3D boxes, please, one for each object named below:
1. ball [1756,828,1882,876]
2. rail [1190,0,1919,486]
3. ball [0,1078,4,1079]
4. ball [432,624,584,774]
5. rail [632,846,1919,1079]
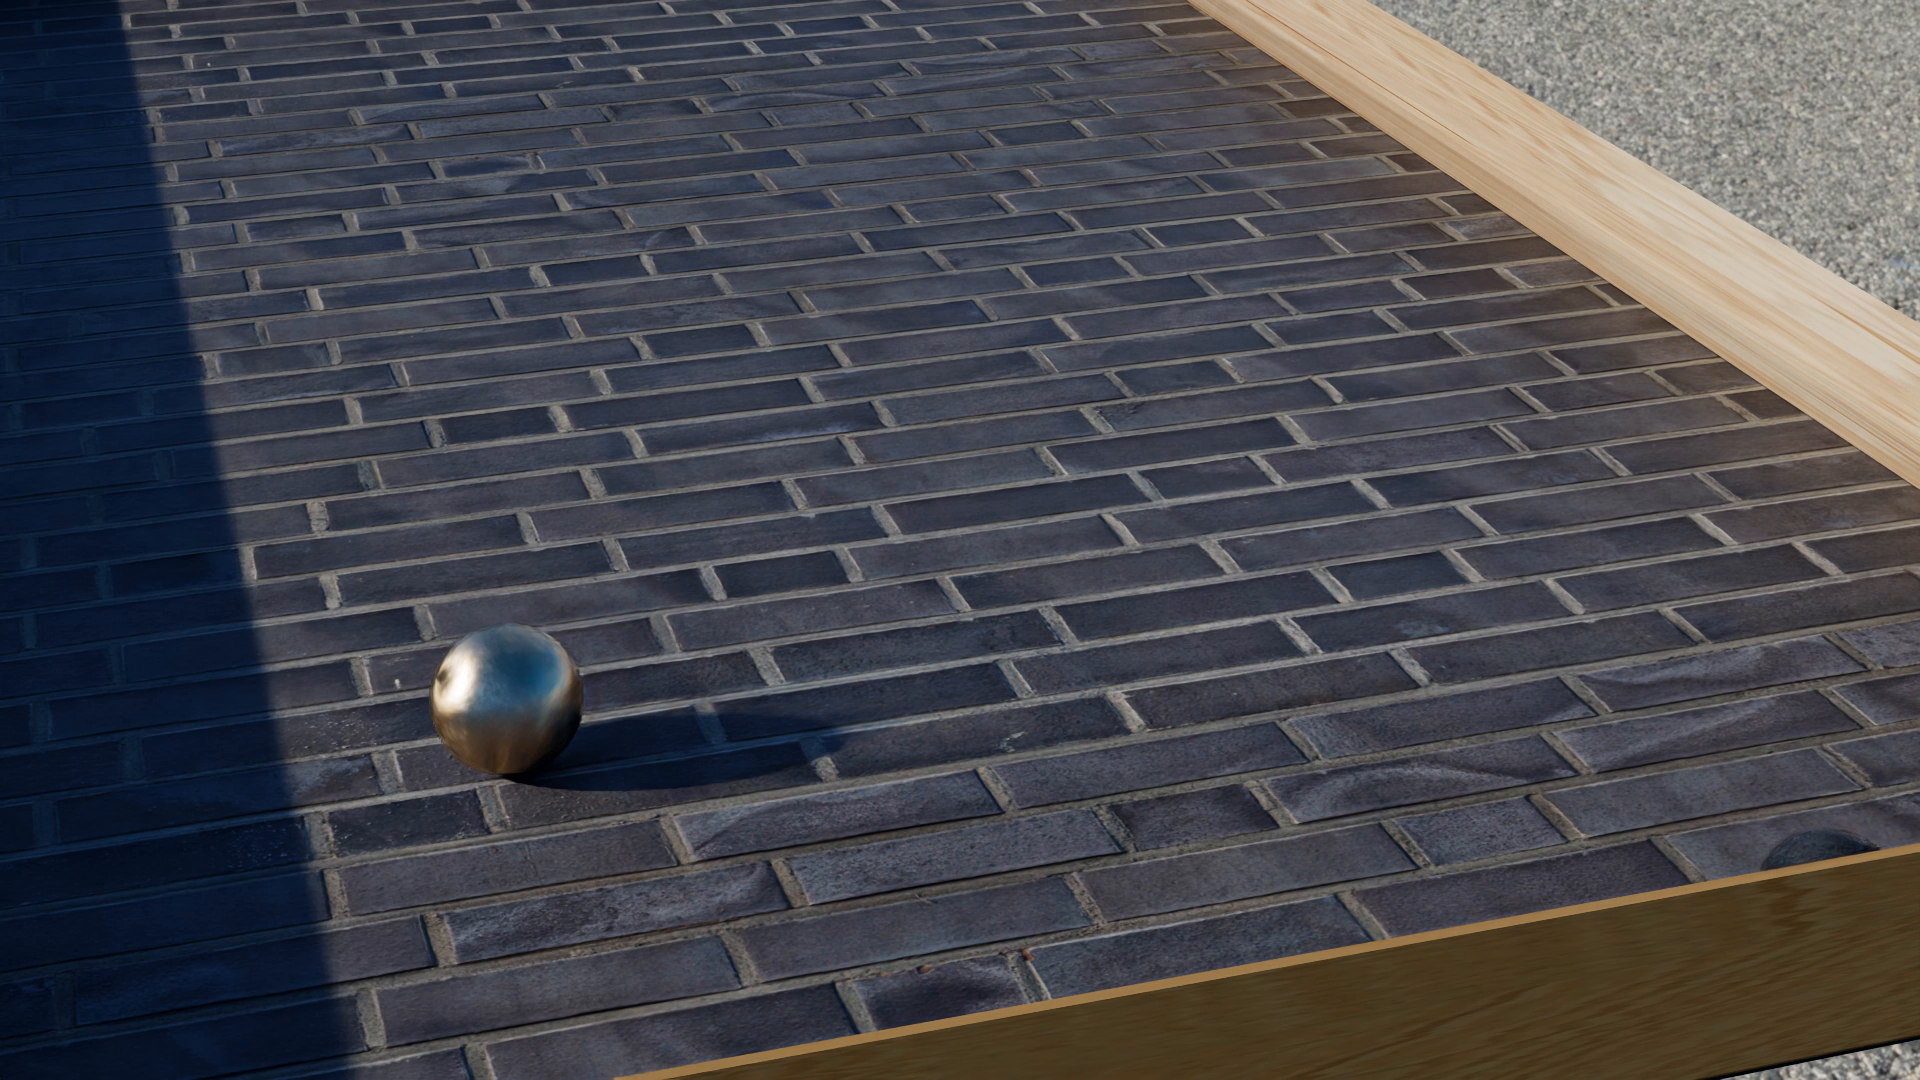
[{"bbox_3d":[0.478,0.198,1.618,0.080,0.080,0.080,0,25,0],"label":"ball"},{"bbox_3d":[0.476,-0.395,2.835,0.045,0.121,2.746,-8,26,-16],"label":"rail"},{"bbox_3d":[-0.476,0.295,1.421,0.072,0.072,0.072,0,25,0],"label":"ball"},{"bbox_3d":[-0.279,0.098,1.816,0.093,0.093,0.093,0,25,0],"label":"ball"},{"bbox_3d":[0.200,0.242,1.474,1.480,0.121,0.045,-8,26,-16],"label":"rail"}]
